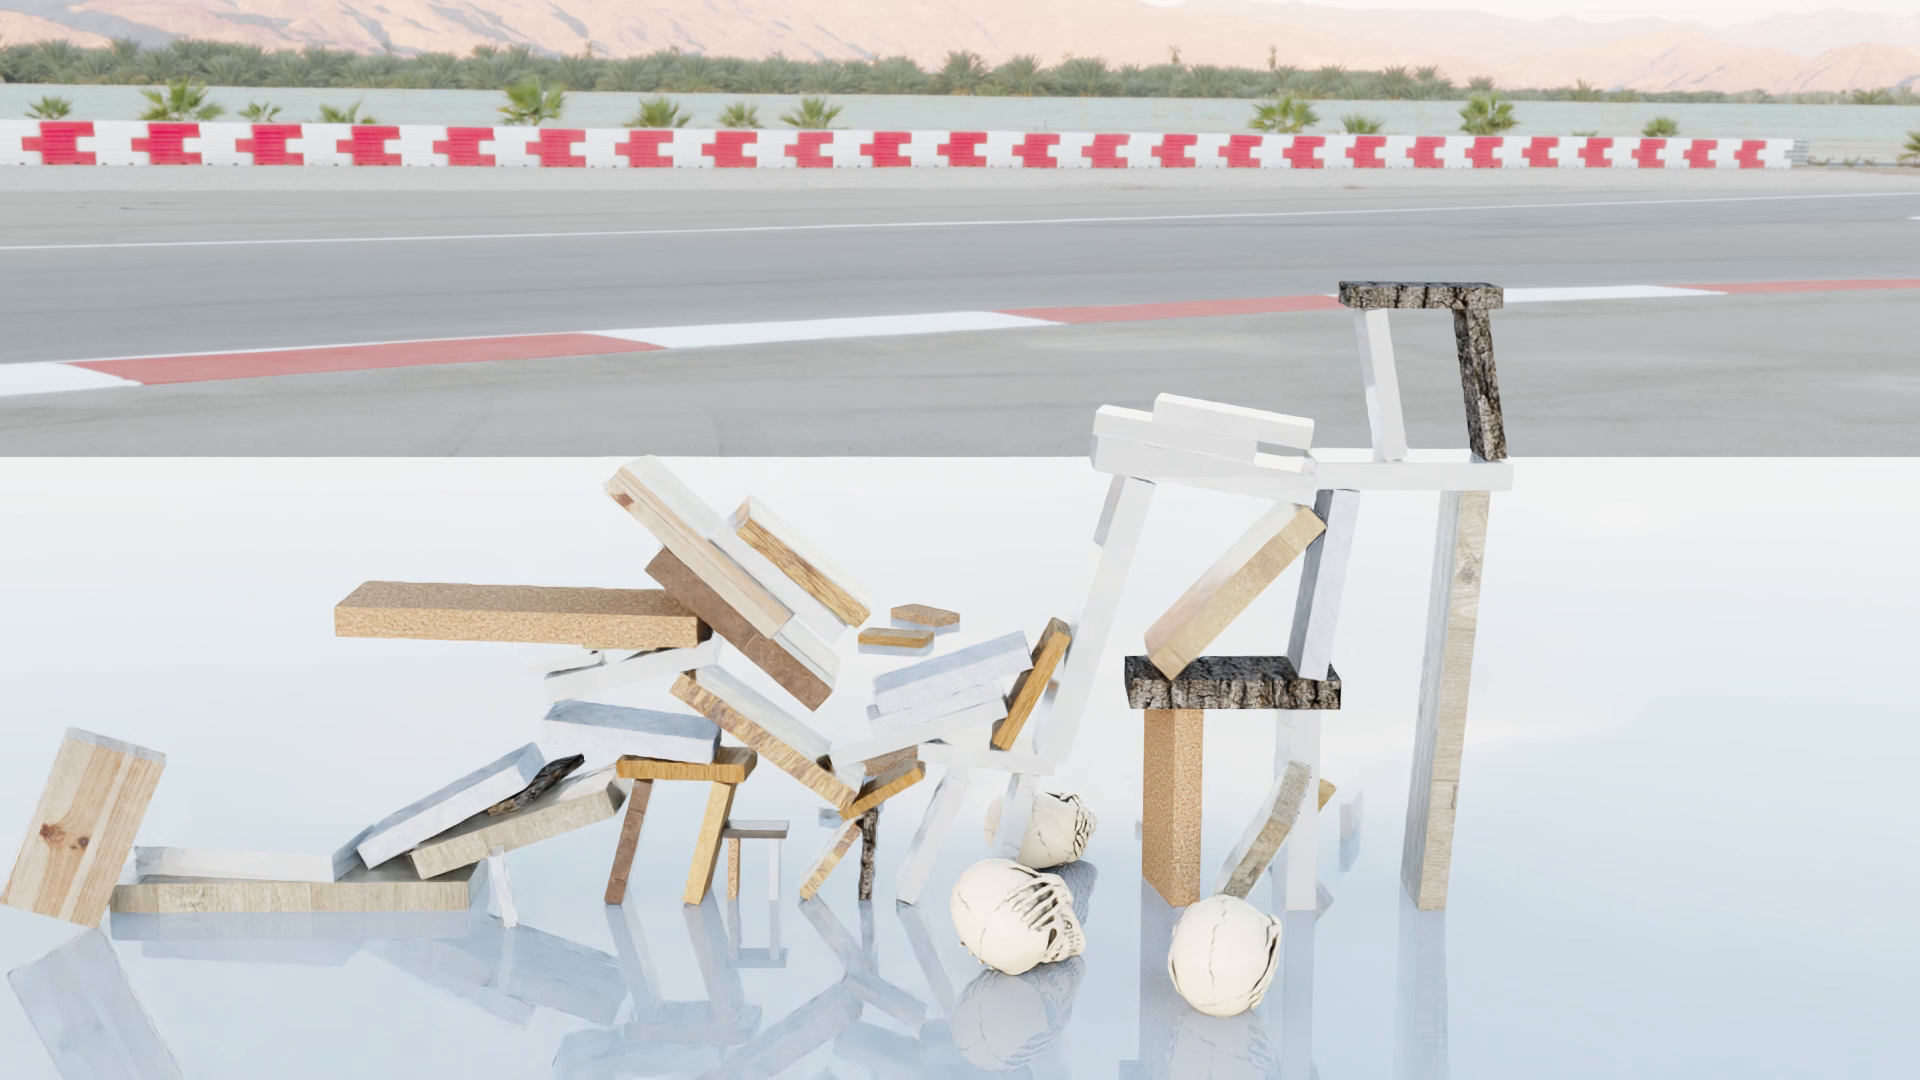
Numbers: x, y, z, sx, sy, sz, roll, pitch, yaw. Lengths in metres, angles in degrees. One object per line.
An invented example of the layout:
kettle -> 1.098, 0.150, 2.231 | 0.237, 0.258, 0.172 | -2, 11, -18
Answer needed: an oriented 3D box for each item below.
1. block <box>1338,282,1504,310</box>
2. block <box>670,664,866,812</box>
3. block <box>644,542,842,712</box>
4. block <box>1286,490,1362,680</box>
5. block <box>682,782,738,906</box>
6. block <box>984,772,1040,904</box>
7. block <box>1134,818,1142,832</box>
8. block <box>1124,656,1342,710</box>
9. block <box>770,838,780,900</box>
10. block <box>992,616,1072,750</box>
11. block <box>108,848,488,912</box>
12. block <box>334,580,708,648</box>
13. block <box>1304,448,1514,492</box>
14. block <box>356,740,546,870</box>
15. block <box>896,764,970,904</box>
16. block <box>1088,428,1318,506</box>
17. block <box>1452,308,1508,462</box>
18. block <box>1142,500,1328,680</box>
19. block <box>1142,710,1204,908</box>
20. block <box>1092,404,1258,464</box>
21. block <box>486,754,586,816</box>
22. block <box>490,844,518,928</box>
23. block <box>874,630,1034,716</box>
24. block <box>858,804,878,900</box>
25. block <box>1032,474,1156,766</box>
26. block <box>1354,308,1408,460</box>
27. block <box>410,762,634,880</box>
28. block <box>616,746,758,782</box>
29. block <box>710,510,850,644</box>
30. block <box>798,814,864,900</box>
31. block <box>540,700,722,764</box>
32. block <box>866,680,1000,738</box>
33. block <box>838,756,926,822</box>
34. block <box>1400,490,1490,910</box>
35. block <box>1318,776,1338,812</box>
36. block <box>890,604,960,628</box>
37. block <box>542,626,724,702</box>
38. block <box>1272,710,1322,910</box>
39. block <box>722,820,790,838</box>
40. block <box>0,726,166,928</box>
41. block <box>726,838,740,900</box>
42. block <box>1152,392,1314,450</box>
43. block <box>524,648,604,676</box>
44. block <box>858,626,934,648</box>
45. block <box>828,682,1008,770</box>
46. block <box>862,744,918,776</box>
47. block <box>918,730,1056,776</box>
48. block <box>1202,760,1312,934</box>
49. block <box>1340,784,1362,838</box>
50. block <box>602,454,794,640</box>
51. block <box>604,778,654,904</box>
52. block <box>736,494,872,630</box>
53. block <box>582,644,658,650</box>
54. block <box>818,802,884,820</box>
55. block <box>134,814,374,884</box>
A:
block -> 0.729, -0.388, 3.486 | 0.238, 0.034, 0.119 | 1, 11, 1
block -> -0.314, 0.313, 3.627 | 0.347, 0.039, 0.139 | 35, 12, -5
block -> -0.349, 0.123, 3.578 | 0.355, 0.050, 0.177 | 41, 11, -8
block -> 0.588, 0.059, 3.567 | 0.044, 0.308, 0.154 | 9, 11, -1
block -> -0.411, 0.487, 3.645 | 0.030, 0.211, 0.106 | 16, 11, 1
block -> 0.085, 0.479, 3.650 | 0.032, 0.224, 0.112 | 14, 10, -4
block -> 0.383, 0.513, 4.035 | 0.065, 0.018, 0.130 | 8, 13, 36
block -> 0.444, 0.233, 3.611 | 0.337, 0.048, 0.169 | 0, 11, 1
block -> -0.308, 0.538, 3.657 | 0.015, 0.105, 0.053 | 1, 11, 0
block -> 0.116, 0.235, 3.610 | 0.030, 0.213, 0.107 | 28, 9, -5
block -> -1.095, 0.566, 3.664 | 0.583, 0.048, 0.171 | 0, 11, -1
block -> -0.704, 0.120, 3.580 | 0.579, 0.050, 0.177 | 2, 12, 1
block -> 0.716, -0.114, 3.533 | 0.308, 0.044, 0.154 | 1, 11, 1
block -> -0.852, 0.443, 3.693 | 0.303, 0.043, 0.152 | -27, 8, 6
block -> -0.046, 0.483, 3.649 | 0.032, 0.224, 0.112 | 23, 9, -6
block -> 0.387, -0.121, 3.543 | 0.348, 0.049, 0.174 | 9, 10, -1
block -> 0.829, -0.253, 3.509 | 0.034, 0.238, 0.119 | -10, 10, 3
block -> 0.443, 0.070, 3.579 | 0.049, 0.348, 0.174 | 43, 8, -7
block -> 0.353, 0.420, 3.660 | 0.048, 0.338, 0.169 | -2, 11, -12
block -> 0.350, -0.172, 3.548 | 0.259, 0.037, 0.130 | 11, 10, 8
block -> -0.717, 0.413, 3.719 | 0.065, 0.018, 0.202 | -16, 10, 29
block -> -0.731, 0.555, 3.524 | 0.017, 0.119, 0.059 | -11, 9, -6
block -> -0.012, 0.217, 3.608 | 0.259, 0.037, 0.130 | -18, 10, 2
block -> -0.153, 0.514, 3.660 | 0.021, 0.151, 0.076 | 4, 10, -2
block -> 0.216, 0.116, 3.589 | 0.049, 0.478, 0.174 | 17, 10, -3
block -> 0.671, -0.255, 3.512 | 0.034, 0.238, 0.119 | -10, 10, 2
block -> -0.724, 0.463, 3.657 | 0.341, 0.048, 0.171 | -18, 9, 5
block -> -0.449, 0.367, 3.629 | 0.211, 0.030, 0.106 | 1, 11, 7
block -> -0.283, 0.057, 3.549 | 0.259, 0.037, 0.130 | 42, 10, -3
block -> -0.214, 0.524, 3.662 | 0.021, 0.151, 0.076 | 37, 7, -8
block -> -0.538, 0.315, 3.624 | 0.278, 0.039, 0.139 | 7, 11, 0
block -> -0.047, 0.265, 3.607 | 0.213, 0.030, 0.107 | -19, 10, -3
block -> -0.128, 0.410, 3.639 | 0.151, 0.021, 0.076 | -29, 10, 8
block -> 0.792, 0.249, 3.602 | 0.044, 0.693, 0.154 | 4, 10, -1
block -> 0.608, 0.475, 3.896 | 0.065, 0.130, 0.018 | 30, 9, -41
block -> -0.092, 0.195, 5.727 | 0.086, 0.024, 0.171 | -10, 15, -44
block -> -0.532, 0.198, 3.599 | 0.278, 0.039, 0.139 | -13, 11, 1
block -> 0.556, 0.423, 3.643 | 0.048, 0.338, 0.169 | 0, 11, 0
block -> -0.338, 0.479, 3.645 | 0.105, 0.015, 0.053 | 1, 11, 2
block -> -1.382, 0.454, 3.466 | 0.152, 0.303, 0.043 | 21, 13, -23
block -> -0.376, 0.538, 3.657 | 0.015, 0.105, 0.053 | 3, 11, 0
block -> 0.439, -0.191, 3.528 | 0.252, 0.036, 0.126 | 11, 10, 8
block -> -0.641, 0.195, 3.571 | 0.119, 0.017, 0.059 | -10, 11, 2
block -> -0.159, 0.242, 5.474 | 0.171, 0.024, 0.085 | 3, 11, 16
block -> -0.067, 0.304, 3.606 | 0.297, 0.030, 0.107 | -17, 10, 4
block -> -0.149, 0.439, 4.417 | 0.086, 0.024, 0.171 | 5, 12, 26
block -> 0.043, 0.346, 3.625 | 0.224, 0.032, 0.112 | 7, 10, -2
block -> 0.460, 0.479, 3.427 | 0.036, 0.298, 0.126 | 26, 45, 3
block -> 0.714, 0.494, 4.008 | 0.018, 0.065, 0.130 | 2, 11, 19
block -> -0.406, 0.007, 3.551 | 0.355, 0.050, 0.177 | 42, 11, -1
block -> -0.546, 0.486, 3.650 | 0.030, 0.212, 0.106 | 15, 10, -5
block -> -0.253, 0.034, 3.548 | 0.252, 0.036, 0.126 | 39, 11, -16
block -> -0.551, 0.163, 3.574 | 0.119, 0.017, 0.059 | 1, 11, -2
block -> -0.204, 0.496, 4.122 | 0.065, 0.018, 0.131 | 6, 12, 28
block -> -1.176, 0.515, 3.678 | 0.341, 0.048, 0.171 | 1, 11, 8
